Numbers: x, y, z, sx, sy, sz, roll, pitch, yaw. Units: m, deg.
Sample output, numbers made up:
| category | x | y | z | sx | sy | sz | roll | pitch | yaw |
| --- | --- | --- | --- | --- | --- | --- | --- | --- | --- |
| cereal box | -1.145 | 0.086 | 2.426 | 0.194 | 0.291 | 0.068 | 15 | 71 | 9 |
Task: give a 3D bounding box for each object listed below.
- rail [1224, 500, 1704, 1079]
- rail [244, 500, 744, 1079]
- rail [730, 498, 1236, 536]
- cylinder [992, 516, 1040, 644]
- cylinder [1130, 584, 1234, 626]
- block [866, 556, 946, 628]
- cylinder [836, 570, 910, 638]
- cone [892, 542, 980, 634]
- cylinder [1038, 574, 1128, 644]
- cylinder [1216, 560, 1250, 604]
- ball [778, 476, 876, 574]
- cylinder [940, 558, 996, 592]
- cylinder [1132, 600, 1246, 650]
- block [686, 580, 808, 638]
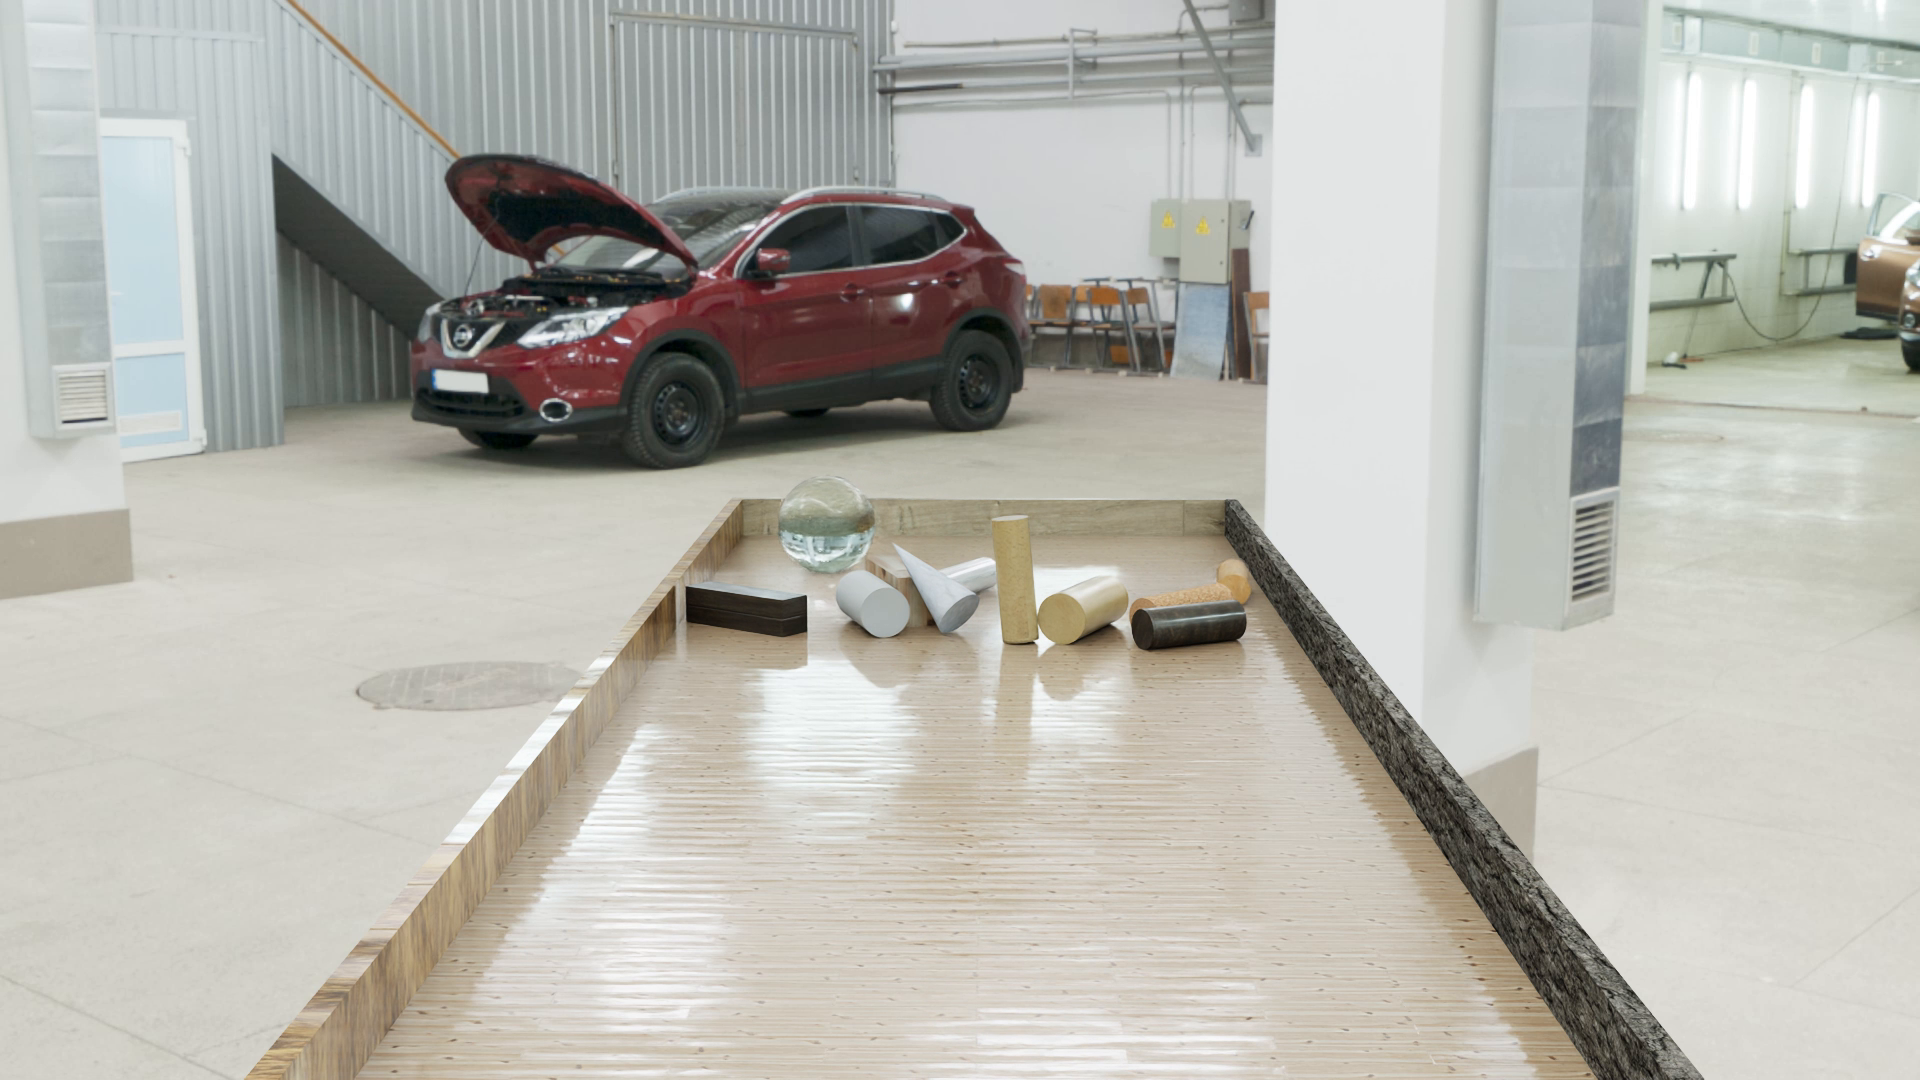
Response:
| category | x | y | z | sx | sy | sz | roll | pitch | yaw |
| --- | --- | --- | --- | --- | --- | --- | --- | --- | --- |
| rail | 1.046 | 0.843 | 3.208 | 0.050 | 0.150 | 12.000 | 0 | 9 | 1 |
| rail | -1.004 | 0.839 | 3.234 | 0.050 | 0.150 | 12.000 | 0 | 9 | 1 |
| rail | 0.099 | -0.098 | 9.147 | 2.100 | 0.150 | 0.050 | 0 | 9 | 1 |
| cylinder | 0.175 | 0.124 | 6.949 | 0.118 | 0.391 | 0.118 | -5 | 8 | 1 |
| cylinder | 0.725 | 0.228 | 7.155 | 0.381 | 0.130 | 0.130 | -9 | 13 | -44 |
| block | -0.184 | 0.170 | 7.408 | 0.166 | 0.166 | 0.424 | -3 | 9 | -17 |
| cylinder | -0.287 | 0.206 | 7.184 | 0.162 | 0.162 | 0.341 | -3 | 9 | -17 |
| cone | -0.112 | 0.122 | 7.148 | 0.167 | 0.167 | 0.353 | -11 | 49 | -49 |
| cylinder | 0.400 | 0.221 | 7.093 | 0.163 | 0.163 | 0.385 | 4 | 10 | 25 |
| cylinder | 0.957 | 0.149 | 7.709 | 0.113 | 0.113 | 0.322 | 1 | 9 | 6 |
| ball | -0.498 | -0.058 | 8.210 | 0.366 | 0.366 | 0.366 | 0 | 9 | 0 |
| cylinder | -0.003 | 0.144 | 7.734 | 0.114 | 0.114 | 0.381 | 5 | 10 | 29 |
| cylinder | 0.722 | 0.265 | 6.928 | 0.350 | 0.128 | 0.128 | -5 | 10 | -28 |
| block | -0.701 | 0.225 | 7.206 | 0.428 | 0.121 | 0.121 | 7 | 11 | 36 |
